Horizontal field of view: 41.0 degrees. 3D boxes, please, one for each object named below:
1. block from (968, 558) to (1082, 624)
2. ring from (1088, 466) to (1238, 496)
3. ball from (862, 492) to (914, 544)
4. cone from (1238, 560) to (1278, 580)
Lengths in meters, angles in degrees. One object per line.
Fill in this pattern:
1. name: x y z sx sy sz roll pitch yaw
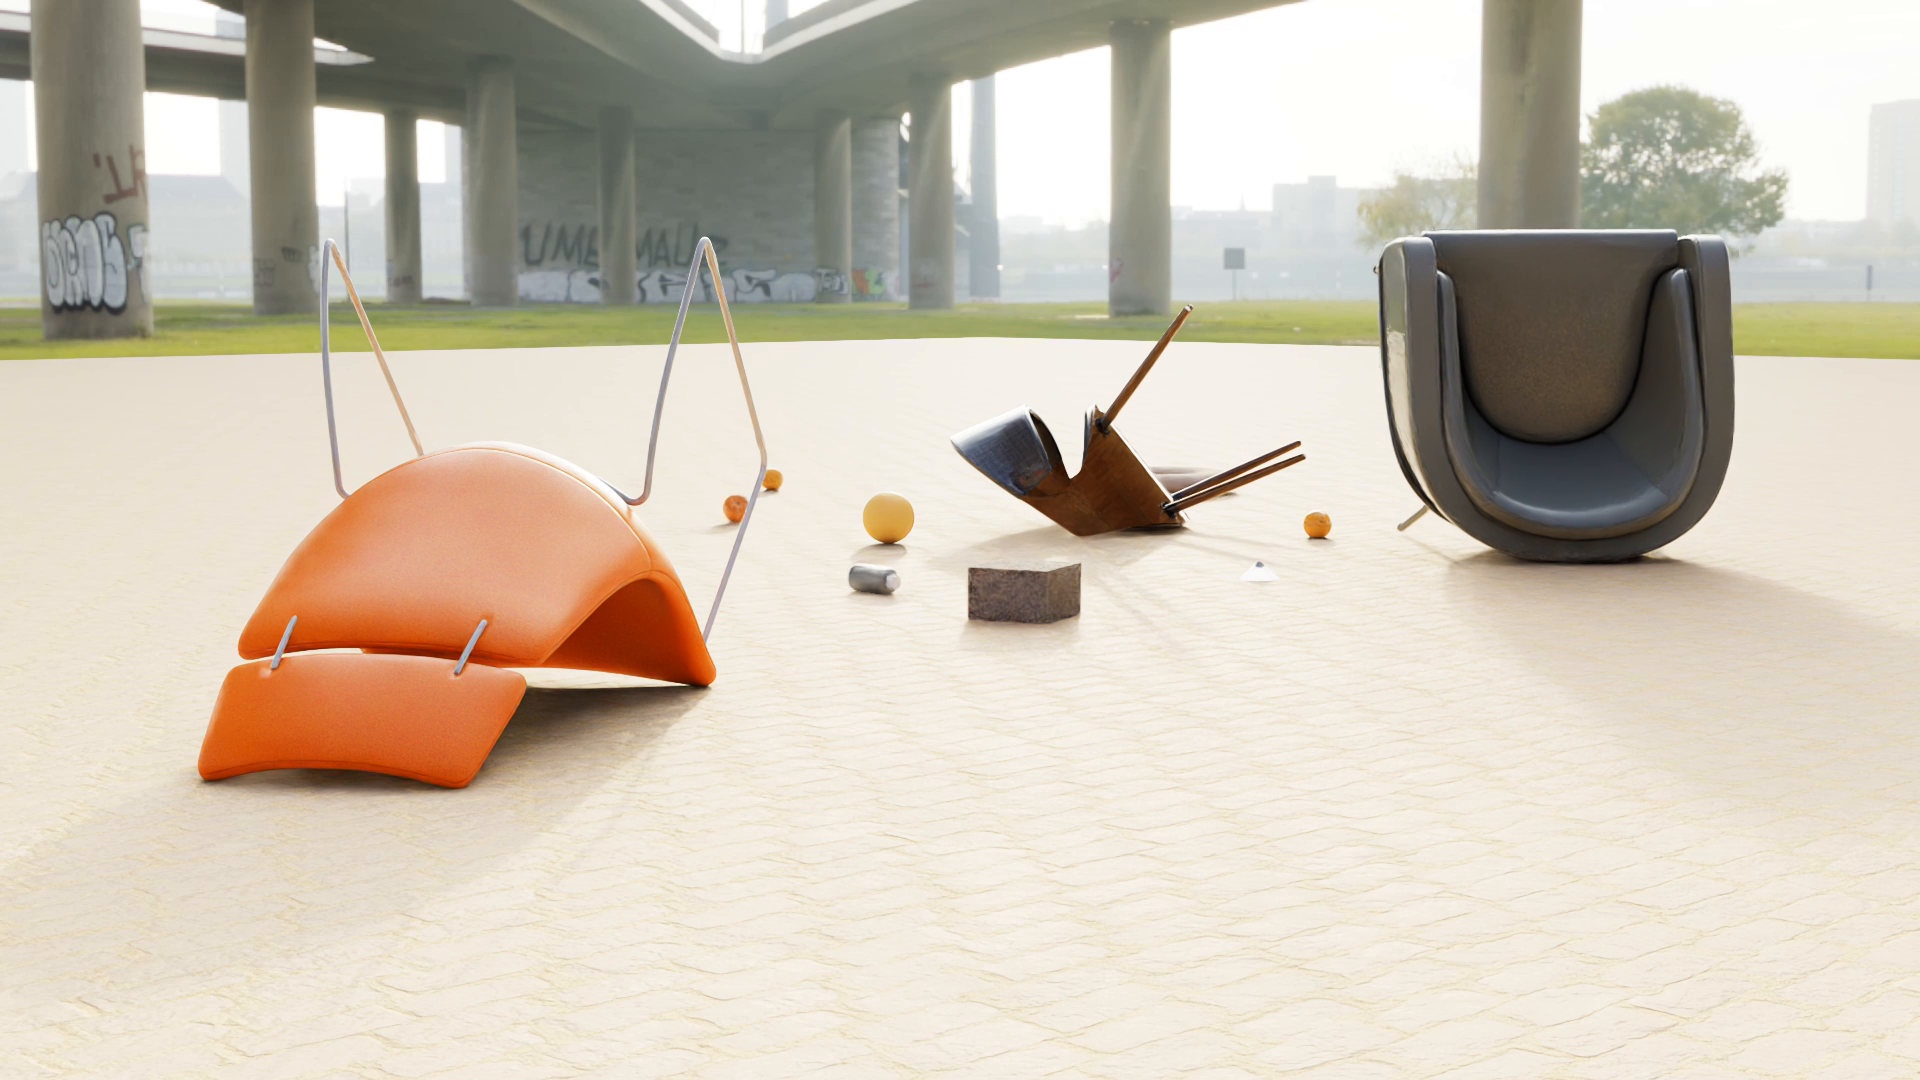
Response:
1. block: 0.125 0.098 4.964 0.166 0.101 0.168 3 7 25
2. ring: 0.622 -0.180 7.845 0.466 0.066 0.436 -4 7 -31
3. ball: -0.176 -0.056 6.325 0.129 0.129 0.129 0 6 0
4. cone: 0.652 0.065 5.593 0.096 0.040 0.082 -5 7 -37
